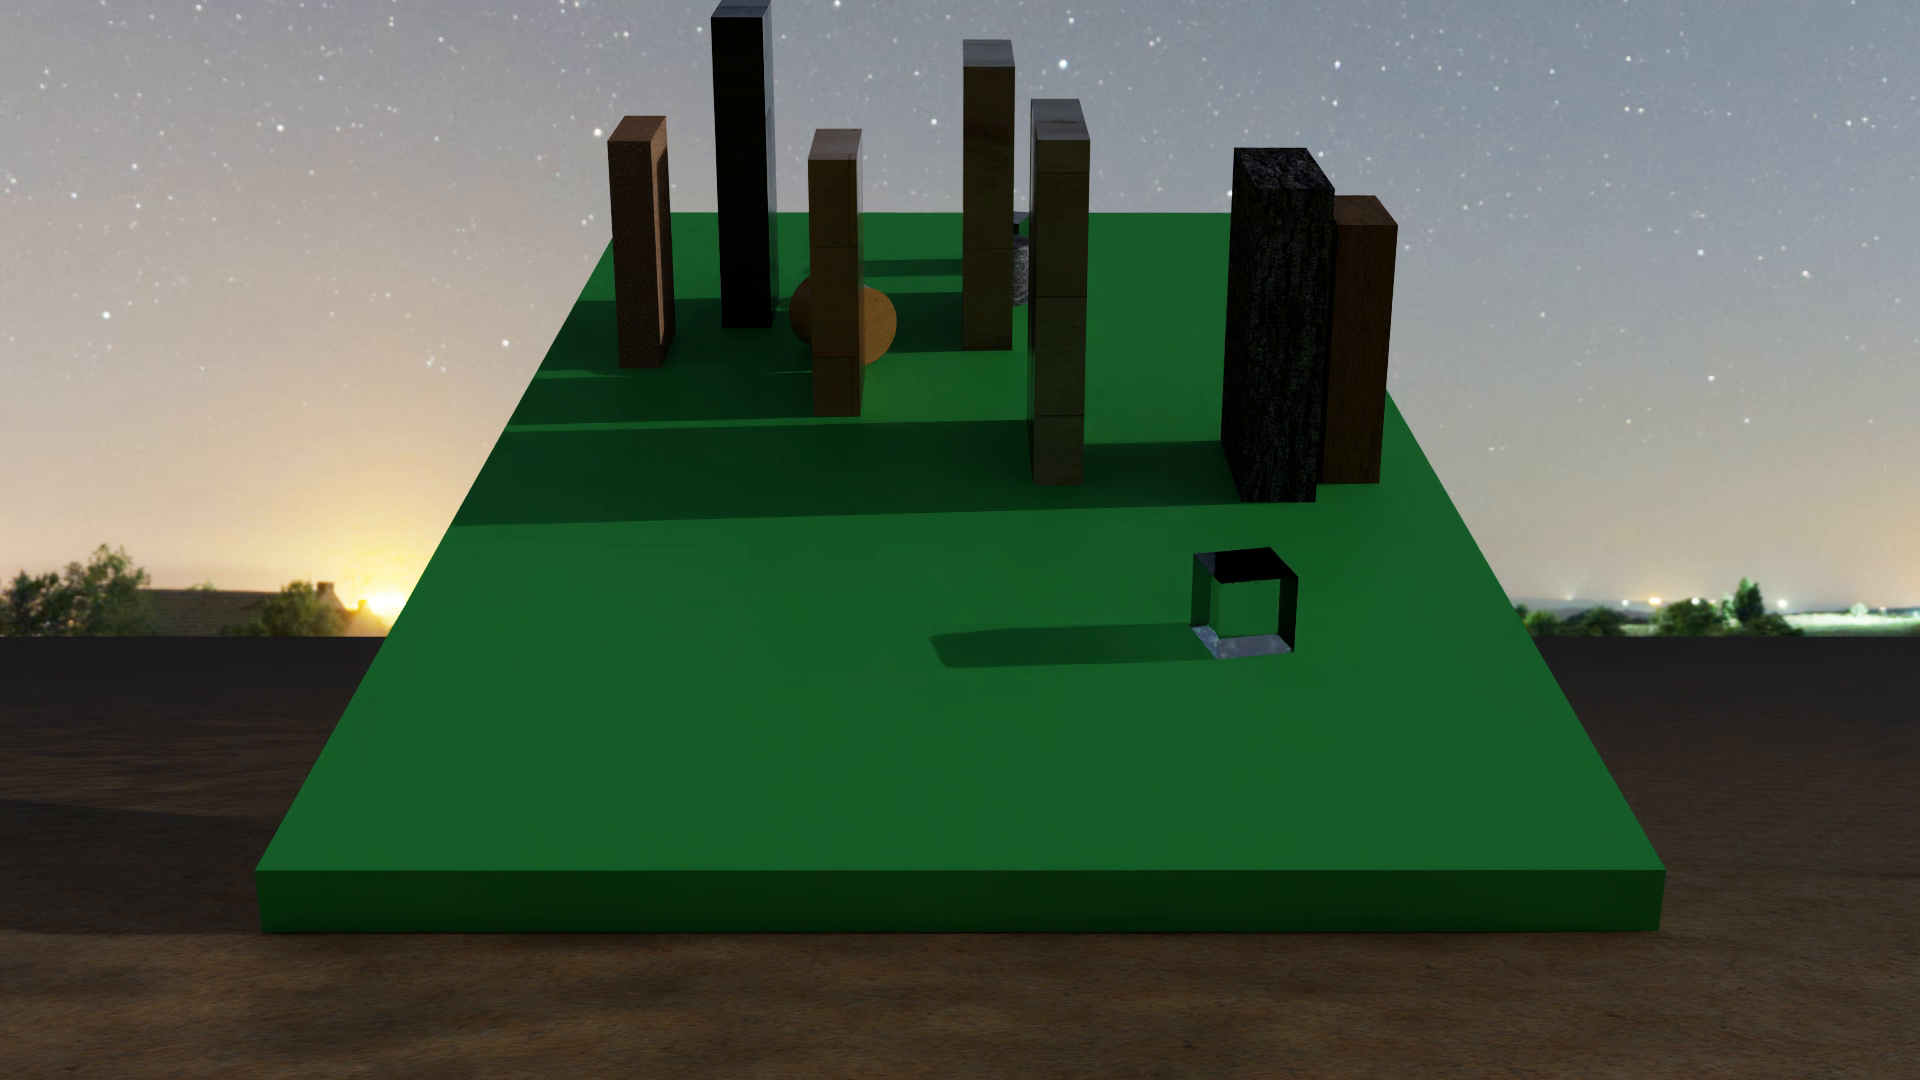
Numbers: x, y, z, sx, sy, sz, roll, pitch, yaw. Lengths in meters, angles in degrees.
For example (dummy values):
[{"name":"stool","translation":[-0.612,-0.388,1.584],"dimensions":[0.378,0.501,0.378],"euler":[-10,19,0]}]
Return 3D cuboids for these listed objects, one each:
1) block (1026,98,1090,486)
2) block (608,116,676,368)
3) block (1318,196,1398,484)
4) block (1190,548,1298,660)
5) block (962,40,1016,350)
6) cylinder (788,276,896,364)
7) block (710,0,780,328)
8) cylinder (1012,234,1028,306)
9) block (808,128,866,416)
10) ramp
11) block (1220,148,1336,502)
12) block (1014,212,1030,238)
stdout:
[{"name":"block","translation":[0.201,-0.525,4.787],"dimensions":[0.102,0.716,0.429],"euler":[0,21,0]},{"name":"block","translation":[-0.764,-0.721,5.515],"dimensions":[0.100,0.545,0.306],"euler":[0,21,0]},{"name":"block","translation":[0.808,-0.418,4.754],"dimensions":[0.118,0.545,0.261],"euler":[0,21,0]},{"name":"block","translation":[0.491,0.109,3.965],"dimensions":[0.140,0.140,0.140],"euler":[-5,22,-12]},{"name":"block","translation":[0.067,-0.859,5.670],"dimensions":[0.121,0.691,0.393],"euler":[0,21,0]},{"name":"cylinder","translation":[-0.284,-0.537,5.533],"dimensions":[0.191,0.191,0.191],"euler":[2,17,-35]},{"name":"block","translation":[-0.539,-0.950,5.784],"dimensions":[0.125,0.775,0.285],"euler":[0,21,0]},{"name":"cylinder","translation":[0.111,-0.711,6.024],"dimensions":[0.156,0.156,0.156],"euler":[0,21,0]},{"name":"block","translation":[-0.276,-0.609,5.183],"dimensions":[0.105,0.581,0.335],"euler":[0,21,0]},{"name":"ramp","translation":[-0.006,-0.218,5.121],"dimensions":[2.000,0.100,4.000],"euler":[0,21,0]},{"name":"block","translation":[0.644,-0.446,4.689],"dimensions":[0.150,0.642,0.384],"euler":[0,21,0]},{"name":"block","translation":[0.114,-0.828,6.344],"dimensions":[0.141,0.141,0.141],"euler":[6,22,16]}]
